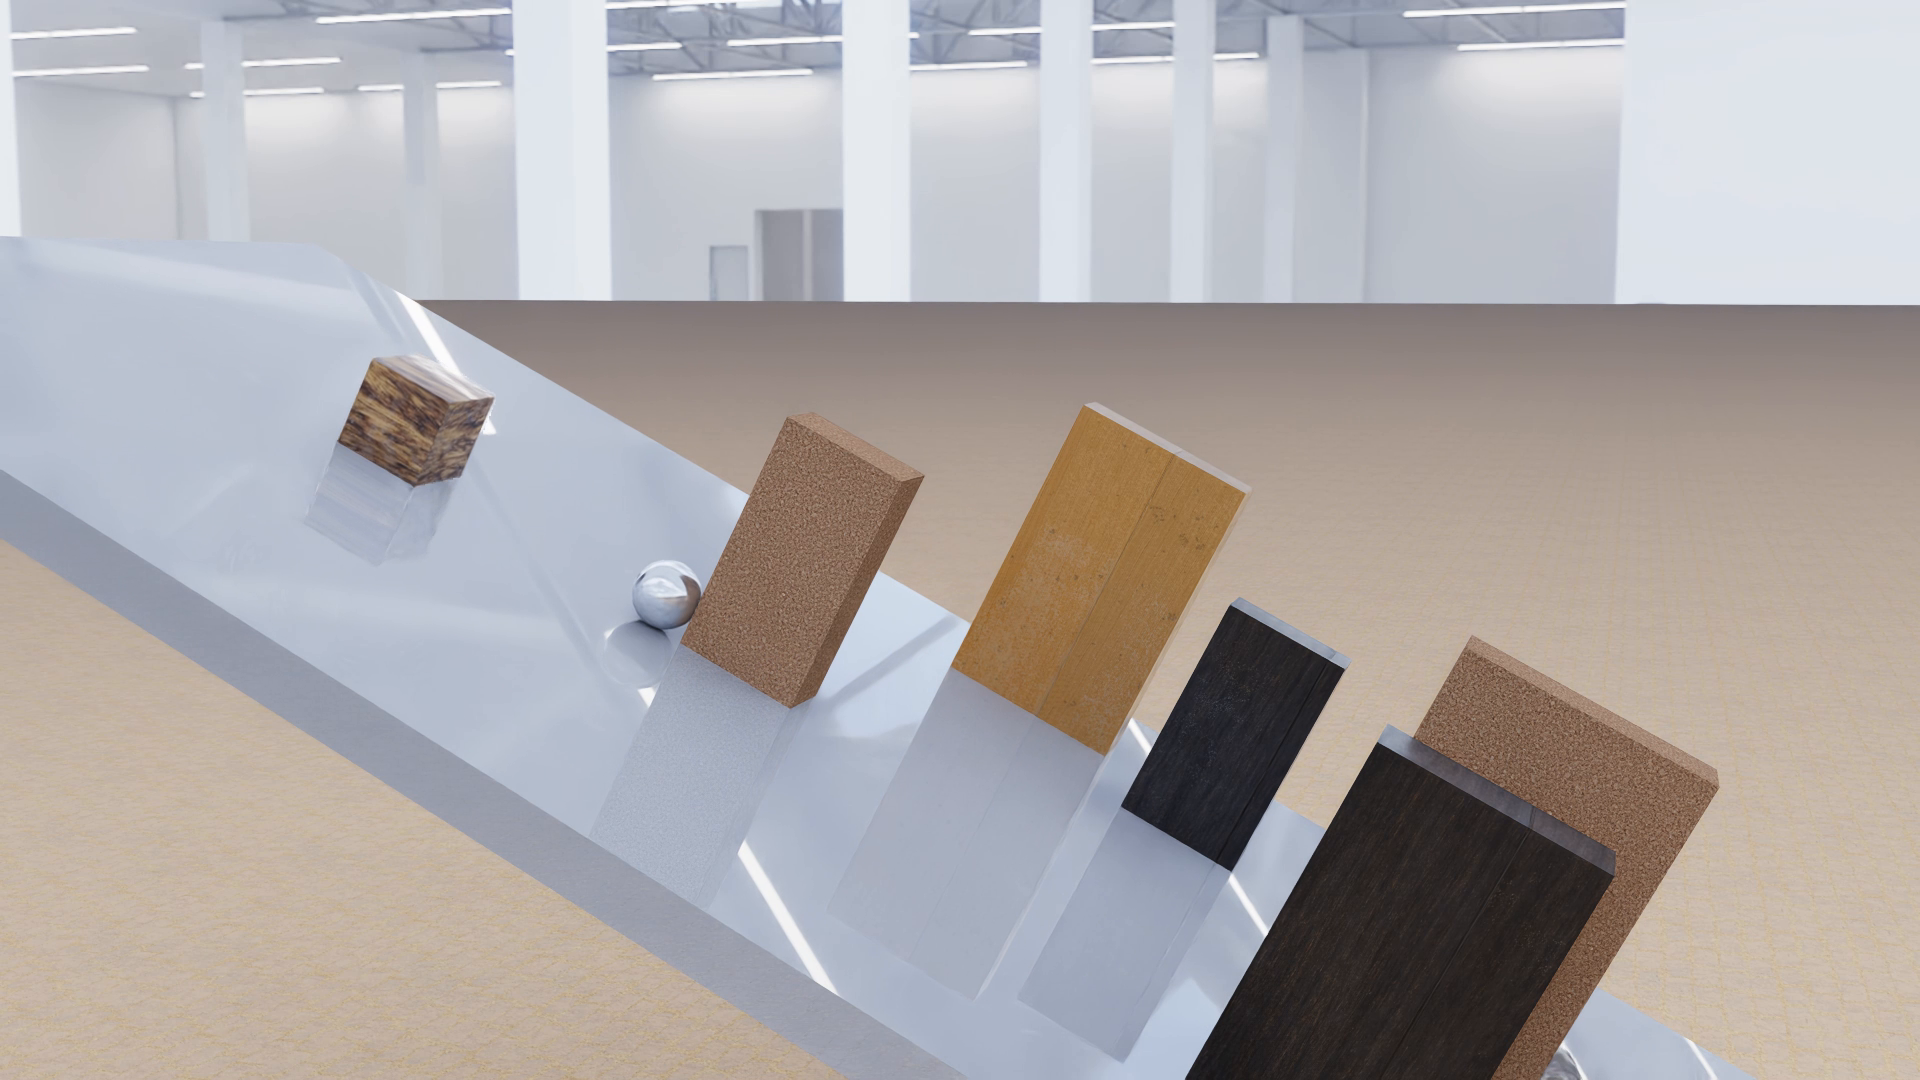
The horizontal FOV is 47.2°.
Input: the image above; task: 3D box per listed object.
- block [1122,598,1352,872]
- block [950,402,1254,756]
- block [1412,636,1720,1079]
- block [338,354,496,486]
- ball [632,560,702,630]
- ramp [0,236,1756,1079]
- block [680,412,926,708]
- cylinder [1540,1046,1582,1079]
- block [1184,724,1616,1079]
[{"bbox_3d":[0.549,0.386,4.383,0.255,0.471,0.109,30,14,12],"label":"block"},{"bbox_3d":[0.299,0.082,4.675,0.386,0.639,0.109,30,14,12],"label":"block"},{"bbox_3d":[0.806,0.593,3.482,0.423,0.768,0.126,30,14,12],"label":"block"},{"bbox_3d":[-1.061,-0.237,4.301,0.182,0.182,0.182,29,14,10],"label":"block"},{"bbox_3d":[-0.549,0.102,4.116,0.131,0.131,0.131,0,7,0],"label":"ball"},{"bbox_3d":[-0.231,0.386,4.152,4.000,0.100,2.000,30,14,12],"label":"ramp"},{"bbox_3d":[-0.294,0.036,4.091,0.247,0.481,0.134,30,14,12],"label":"block"},{"bbox_3d":[1.023,0.968,3.836,0.137,0.137,0.137,0,14,3],"label":"cylinder"},{"bbox_3d":[0.615,0.646,3.178,0.364,0.654,0.135,30,14,12],"label":"block"}]
